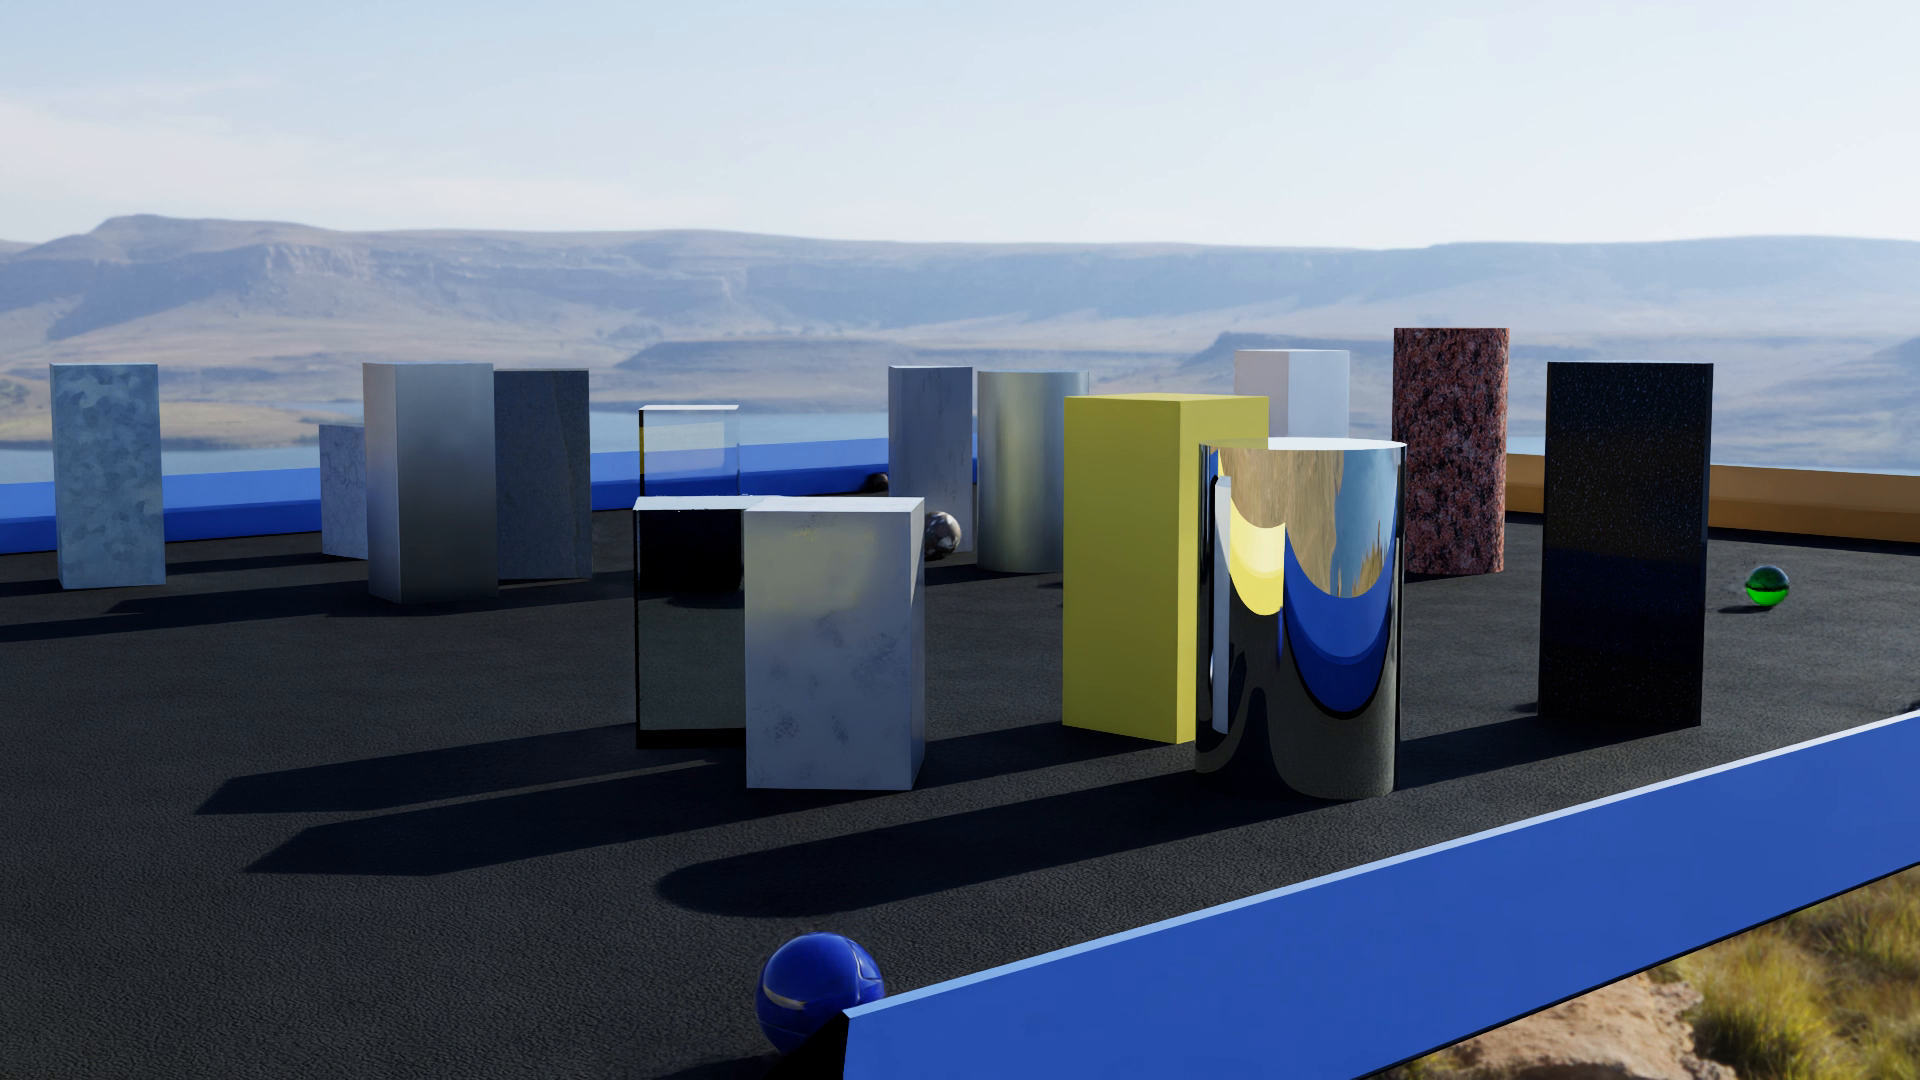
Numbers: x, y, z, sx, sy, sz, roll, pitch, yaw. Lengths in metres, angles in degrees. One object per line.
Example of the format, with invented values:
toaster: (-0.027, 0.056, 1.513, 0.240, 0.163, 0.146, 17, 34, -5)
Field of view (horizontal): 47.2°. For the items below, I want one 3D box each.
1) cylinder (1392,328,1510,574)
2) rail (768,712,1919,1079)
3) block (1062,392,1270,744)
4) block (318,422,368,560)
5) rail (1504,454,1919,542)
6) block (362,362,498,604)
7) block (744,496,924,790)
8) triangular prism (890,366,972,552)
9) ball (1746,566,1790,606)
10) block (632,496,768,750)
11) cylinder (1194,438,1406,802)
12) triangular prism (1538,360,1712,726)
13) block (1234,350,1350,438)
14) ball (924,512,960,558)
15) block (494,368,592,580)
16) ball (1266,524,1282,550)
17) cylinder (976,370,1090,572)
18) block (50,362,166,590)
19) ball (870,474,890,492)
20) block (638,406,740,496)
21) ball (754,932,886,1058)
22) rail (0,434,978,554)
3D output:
cylinder: (0.838, -0.157, 3.771, 0.192, 0.412, 0.192, 0, 6, 0)
rail: (1.126, 0.160, 2.118, 3.871, 0.125, 0.045, -6, 8, -42)
block: (0.219, 0.023, 2.347, 0.154, 0.352, 0.154, 6, 8, 43)
block: (-1.055, -0.093, 4.008, 0.154, 0.236, 0.154, 5, 8, 42)
rail: (1.405, -0.103, 4.621, 0.045, 0.125, 3.369, -6, 8, -42)
block: (-0.820, -0.093, 3.407, 0.154, 0.361, 0.154, -4, 7, -33)
block: (-0.117, 0.095, 2.107, 0.154, 0.259, 0.154, 0, 6, 4)
triangular prism: (-0.086, -0.149, 4.046, 0.167, 0.339, 0.144, -4, 7, -37)
ball: (1.213, 0.069, 3.301, 0.062, 0.062, 0.062, 0, 6, 0)
block: (-0.260, 0.082, 2.302, 0.154, 0.244, 0.154, -1, 6, -6)
cylinder: (0.319, 0.069, 2.069, 0.192, 0.319, 0.192, 0, 6, 0)
triangular prism: (0.739, -0.004, 2.430, 0.167, 0.387, 0.144, 2, 6, 21)
block: (0.634, -0.180, 4.215, 0.154, 0.365, 0.154, -4, 7, -34)
ball: (-0.040, -0.010, 3.947, 0.083, 0.083, 0.083, 0, 6, 0)
block: (-0.700, -0.115, 3.700, 0.154, 0.343, 0.154, -1, 6, -9)
ball: (0.575, -0.006, 4.079, 0.047, 0.047, 0.047, 0, 6, 0)
cylinder: (0.126, -0.123, 3.798, 0.192, 0.338, 0.192, 0, 6, 0)
block: (-1.390, -0.109, 3.585, 0.154, 0.356, 0.154, -3, 7, -25)
ball: (-0.196, -0.141, 5.372, 0.045, 0.045, 0.045, 0, 6, 0)
block: (-0.439, -0.074, 3.589, 0.154, 0.285, 0.154, 0, 6, -4)
ball: (-0.083, 0.271, 1.302, 0.077, 0.077, 0.077, 0, 6, 0)
rail: (-1.126, -0.095, 4.546, 3.871, 0.125, 0.045, -6, 8, -42)
